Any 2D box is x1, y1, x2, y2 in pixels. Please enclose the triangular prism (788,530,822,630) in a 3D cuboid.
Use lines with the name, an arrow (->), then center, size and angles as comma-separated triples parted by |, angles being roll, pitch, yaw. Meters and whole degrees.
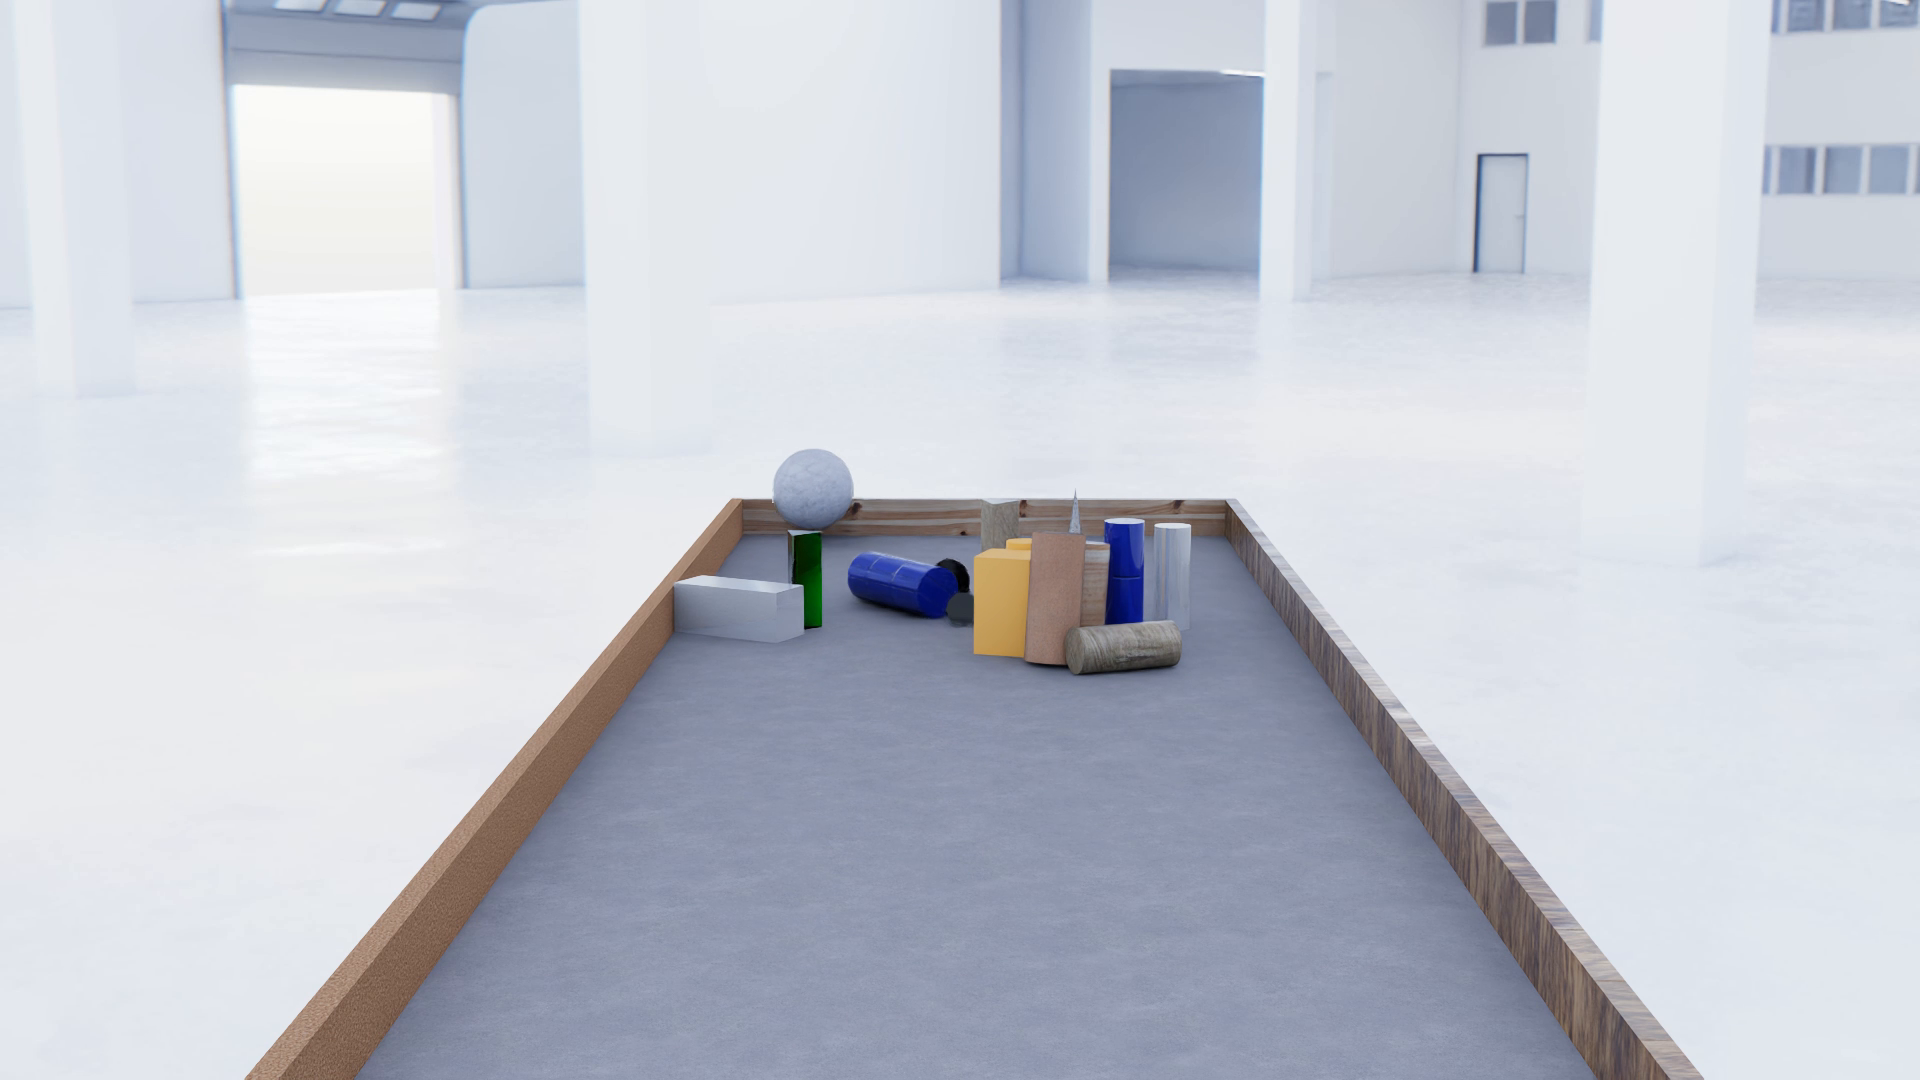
triangular prism -> -0.529, 0.129, 7.191 | 0.116, 0.315, 0.101 | -8, 12, -41

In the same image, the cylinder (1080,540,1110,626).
cylinder -> 0.374, 0.176, 6.759 | 0.153, 0.340, 0.153 | 4, 4, 0

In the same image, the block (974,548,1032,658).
block -> 0.155, 0.193, 6.824 | 0.178, 0.303, 0.178 | 3, 9, 18

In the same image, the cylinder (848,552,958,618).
cylinder -> -0.197, 0.151, 7.507 | 0.172, 0.172, 0.409 | -7, 11, -37

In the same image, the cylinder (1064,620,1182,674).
cylinder -> 0.487, 0.318, 6.556 | 0.320, 0.139, 0.139 | -3, 10, -21

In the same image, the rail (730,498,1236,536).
rail -> 0.099, -0.098, 9.147 | 2.100, 0.150, 0.050 | 0, 9, 1

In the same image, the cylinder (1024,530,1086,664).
cylinder -> 0.286, 0.172, 6.628 | 0.163, 0.388, 0.163 | 4, 3, 0

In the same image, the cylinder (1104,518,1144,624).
cylinder -> 0.515, 0.134, 6.913 | 0.126, 0.392, 0.126 | 0, 9, 0

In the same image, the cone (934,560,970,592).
cone -> -0.136, 0.156, 7.769 | 0.161, 0.161, 0.431 | -5, 0, -28

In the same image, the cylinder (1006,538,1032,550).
cylinder -> 0.201, 0.162, 6.957 | 0.109, 0.322, 0.109 | 0, 9, 0

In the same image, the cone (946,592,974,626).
cone -> 0.017, 0.226, 7.411 | 0.111, 0.111, 0.363 | 0, 0, 2

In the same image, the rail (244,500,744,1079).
rail -> -1.004, 0.839, 3.234 | 0.050, 0.150, 12.000 | 0, 9, 1

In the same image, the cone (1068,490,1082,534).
cone -> 0.377, 0.055, 7.207 | 0.138, 0.456, 0.138 | 0, 9, 0

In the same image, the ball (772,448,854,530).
ball -> -0.598, -0.209, 8.959 | 0.330, 0.330, 0.330 | 0, 9, 0

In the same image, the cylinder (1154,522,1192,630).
cylinder -> 0.692, 0.120, 7.176 | 0.119, 0.337, 0.119 | 0, 9, 0

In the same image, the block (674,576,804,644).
block -> -0.714, 0.221, 7.102 | 0.395, 0.161, 0.161 | 5, 10, 28

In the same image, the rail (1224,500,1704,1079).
rail -> 1.046, 0.843, 3.208 | 0.050, 0.150, 12.000 | 0, 9, 1

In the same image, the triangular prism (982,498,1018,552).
triangular prism -> 0.111, 0.074, 7.233 | 0.108, 0.411, 0.125 | 8, 12, 43
